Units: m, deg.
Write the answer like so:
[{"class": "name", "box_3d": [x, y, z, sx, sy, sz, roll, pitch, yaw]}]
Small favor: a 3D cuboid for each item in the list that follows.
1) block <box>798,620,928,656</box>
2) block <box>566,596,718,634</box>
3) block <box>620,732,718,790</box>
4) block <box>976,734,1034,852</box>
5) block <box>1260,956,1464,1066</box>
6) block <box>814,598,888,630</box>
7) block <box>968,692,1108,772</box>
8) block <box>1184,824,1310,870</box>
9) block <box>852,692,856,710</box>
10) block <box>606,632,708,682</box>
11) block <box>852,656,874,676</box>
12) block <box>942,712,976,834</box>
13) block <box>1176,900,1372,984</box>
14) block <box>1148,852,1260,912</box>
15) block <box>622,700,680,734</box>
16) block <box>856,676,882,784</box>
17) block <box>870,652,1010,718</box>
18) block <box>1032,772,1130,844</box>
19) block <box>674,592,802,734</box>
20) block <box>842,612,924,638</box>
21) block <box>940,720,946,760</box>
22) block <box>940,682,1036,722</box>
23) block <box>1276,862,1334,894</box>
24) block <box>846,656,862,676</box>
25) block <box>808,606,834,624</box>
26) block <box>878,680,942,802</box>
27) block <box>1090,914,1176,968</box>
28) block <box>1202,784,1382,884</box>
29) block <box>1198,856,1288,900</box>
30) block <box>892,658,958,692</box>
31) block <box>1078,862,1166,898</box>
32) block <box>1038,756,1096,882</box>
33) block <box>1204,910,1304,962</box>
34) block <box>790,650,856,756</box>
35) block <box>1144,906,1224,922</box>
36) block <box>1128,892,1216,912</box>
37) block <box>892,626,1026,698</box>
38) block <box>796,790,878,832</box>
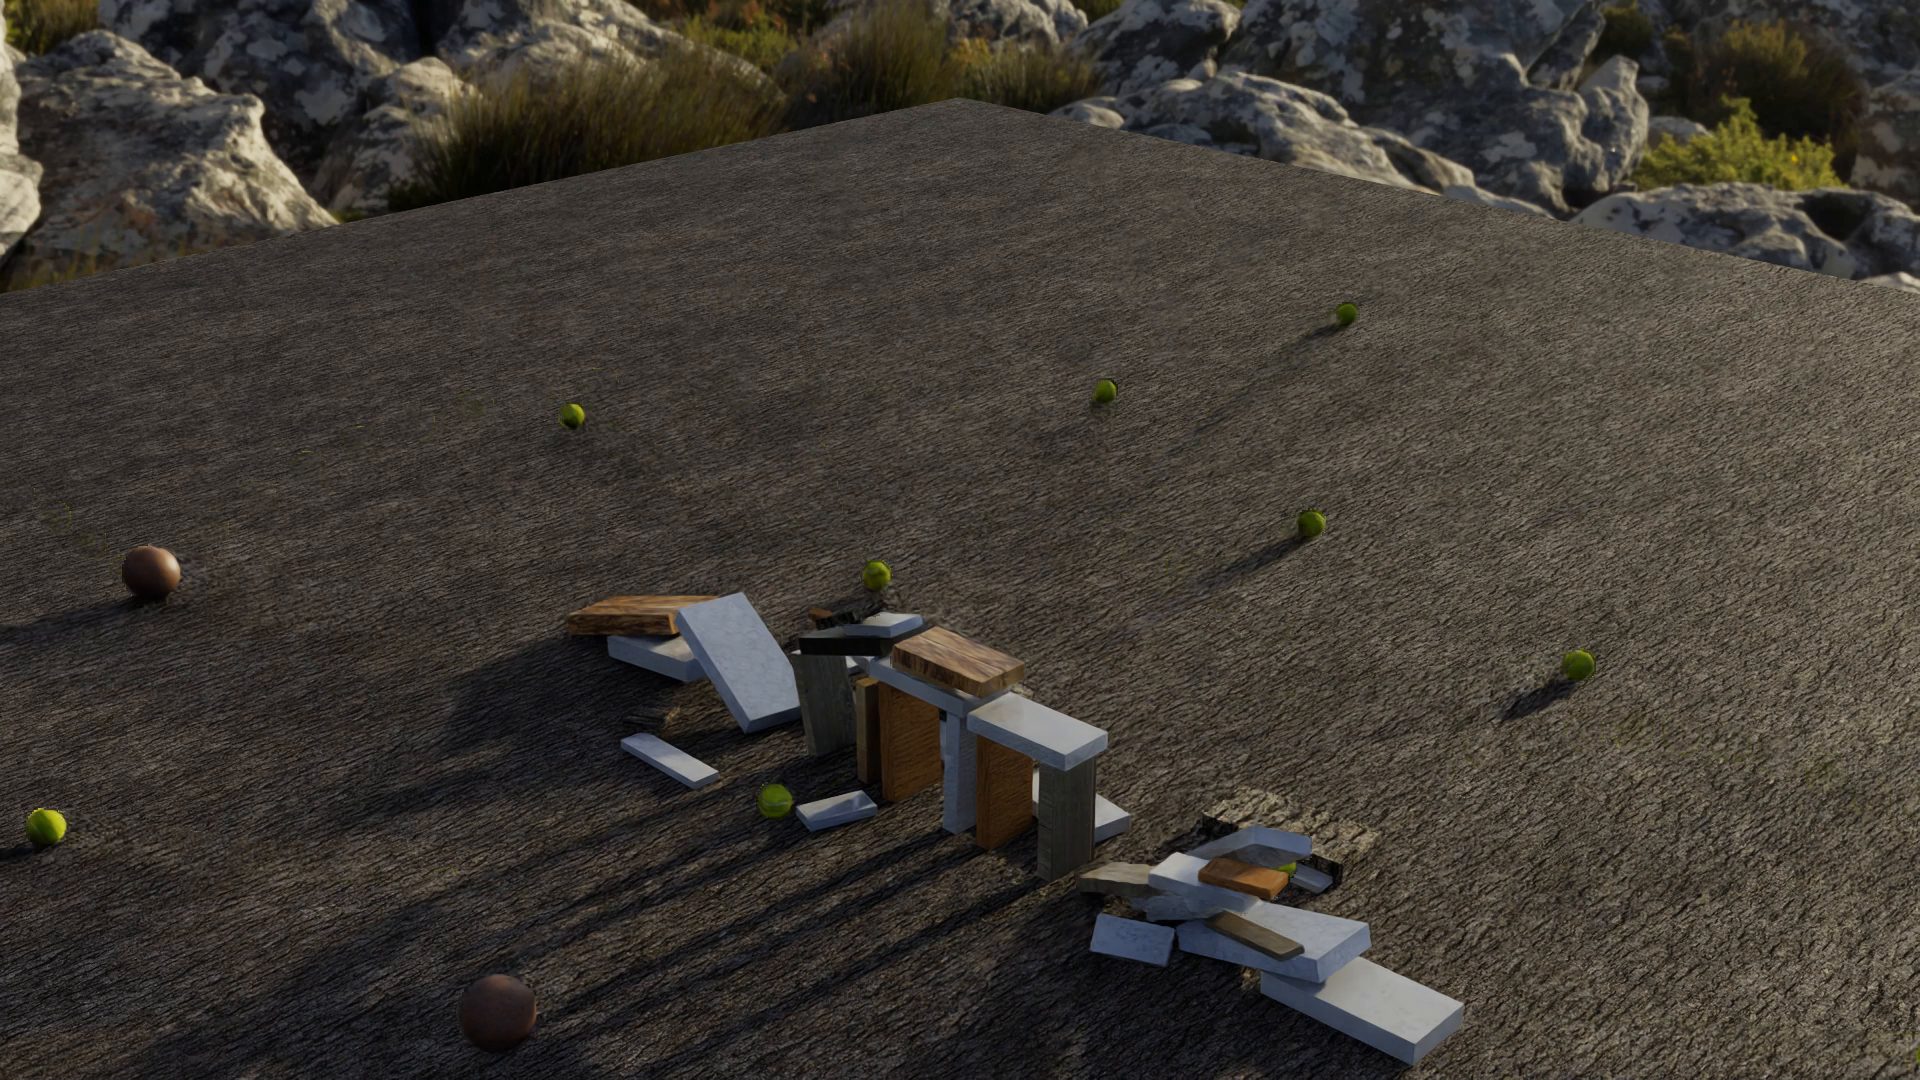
[{"class": "block", "box_3d": [-0.202, 0.201, 4.557, 0.131, 0.037, 0.263, -22, 13, -41]}, {"class": "block", "box_3d": [-0.744, 0.176, 5.161, 0.337, 0.048, 0.168, -2, 13, 37]}, {"class": "block", "box_3d": [-0.615, 0.463, 4.645, 0.064, 0.018, 0.255, -21, 31, -40]}, {"class": "block", "box_3d": [0.088, 0.475, 4.324, 0.035, 0.248, 0.124, 21, 31, 40]}, {"class": "block", "box_3d": [0.697, 0.797, 3.826, 0.312, 0.044, 0.156, 20, 30, 39]}, {"class": "block", "box_3d": [-0.224, 0.154, 4.528, 0.082, 0.023, 0.165, -20, 2, -32]}, {"class": "block", "box_3d": [0.147, 0.366, 4.217, 0.248, 0.035, 0.124, 20, 30, 39]}, {"class": "block", "box_3d": [0.527, 0.582, 4.068, 0.122, 0.035, 0.244, 15, -26, -22]}, {"class": "block", "box_3d": [-0.196, 0.350, 4.912, 0.129, 0.018, 0.064, -20, 30, -39]}, {"class": "block", "box_3d": [-0.647, 0.249, 5.030, 0.168, 0.048, 0.337, -18, 19, -36]}, {"class": "block", "box_3d": [-0.109, 0.310, 4.932, 0.131, 0.037, 0.306, -14, 34, -30]}, {"class": "block", "box_3d": [0.029, 0.443, 4.377, 0.132, 0.264, 0.037, -21, 33, -41]}, {"class": "block", "box_3d": [0.559, 0.711, 3.937, 0.312, 0.044, 0.156, 4, 20, 46]}, {"class": "block", "box_3d": [0.449, 0.616, 3.966, 0.194, 0.028, 0.097, 11, 23, 34]}, {"class": "block", "box_3d": [-0.673, 0.386, 4.799, 0.073, 0.021, 0.147, 6, 16, 13]}, {"class": "block", "box_3d": [-0.160, 0.384, 4.566, 0.113, 0.226, 0.032, -18, 29, -36]}, {"class": "block", "box_3d": [-0.042, 0.275, 4.387, 0.264, 0.037, 0.132, 21, 31, 40]}, {"class": "block", "box_3d": [0.218, 0.538, 4.447, 0.122, 0.035, 0.244, -16, 28, -32]}, {"class": "block", "box_3d": [-0.478, 0.269, 4.868, 0.168, 0.048, 0.337, -14, 54, -35]}, {"class": "block", "box_3d": [-0.158, 0.173, 4.483, 0.082, 0.023, 0.165, -20, 12, -35]}, {"class": "block", "box_3d": [-0.061, 0.403, 4.708, 0.226, 0.032, 0.113, 28, 33, 25]}, {"class": "block", "box_3d": [0.058, 0.355, 4.795, 0.131, 0.037, 0.263, 23, 22, 15]}, {"class": "block", "box_3d": [0.660, 0.645, 4.222, 0.099, 0.014, 0.050, 19, 29, 37]}, {"class": "block", "box_3d": [-0.226, 0.277, 5.084, 0.129, 0.018, 0.064, -16, 28, -33]}, {"class": "block", "box_3d": [-0.282, 0.203, 5.187, 0.147, 0.073, 0.021, 15, 57, 31]}, {"class": "block", "box_3d": [-0.102, 0.392, 4.498, 0.037, 0.264, 0.132, 19, 30, 42]}, {"class": "block", "box_3d": [0.311, 0.724, 3.974, 0.142, 0.020, 0.071, 8, 65, 18]}, {"class": "block", "box_3d": [0.654, 0.578, 4.343, 0.312, 0.044, 0.156, 17, 28, 34]}, {"class": "block", "box_3d": [0.505, 0.603, 3.925, 0.142, 0.020, 0.071, 10, 22, 32]}, {"class": "block", "box_3d": [-0.046, 0.253, 4.360, 0.165, 0.023, 0.082, 19, 30, 39]}, {"class": "block", "box_3d": [0.321, 0.638, 4.129, 0.097, 0.028, 0.194, -15, 6, -36]}, {"class": "block", "box_3d": [0.205, 0.521, 4.216, 0.035, 0.248, 0.124, 21, 31, 41]}, {"class": "block", "box_3d": [0.517, 0.699, 3.884, 0.049, 0.014, 0.234, -17, 14, -26]}, {"class": "block", "box_3d": [-0.286, 0.335, 4.682, 0.113, 0.226, 0.032, -17, 13, -35]}, {"class": "block", "box_3d": [0.418, 0.677, 4.044, 0.142, 0.020, 0.071, -13, 3, 44]}, {"class": "block", "box_3d": [0.411, 0.654, 4.051, 0.097, 0.028, 0.194, -16, 2, -36]}, {"class": "block", "box_3d": [-0.003, 0.239, 4.317, 0.244, 0.035, 0.122, 20, 30, 41]}, {"class": "block", "box_3d": [-0.249, 0.547, 4.446, 0.147, 0.021, 0.073, -11, 25, -25]}]
